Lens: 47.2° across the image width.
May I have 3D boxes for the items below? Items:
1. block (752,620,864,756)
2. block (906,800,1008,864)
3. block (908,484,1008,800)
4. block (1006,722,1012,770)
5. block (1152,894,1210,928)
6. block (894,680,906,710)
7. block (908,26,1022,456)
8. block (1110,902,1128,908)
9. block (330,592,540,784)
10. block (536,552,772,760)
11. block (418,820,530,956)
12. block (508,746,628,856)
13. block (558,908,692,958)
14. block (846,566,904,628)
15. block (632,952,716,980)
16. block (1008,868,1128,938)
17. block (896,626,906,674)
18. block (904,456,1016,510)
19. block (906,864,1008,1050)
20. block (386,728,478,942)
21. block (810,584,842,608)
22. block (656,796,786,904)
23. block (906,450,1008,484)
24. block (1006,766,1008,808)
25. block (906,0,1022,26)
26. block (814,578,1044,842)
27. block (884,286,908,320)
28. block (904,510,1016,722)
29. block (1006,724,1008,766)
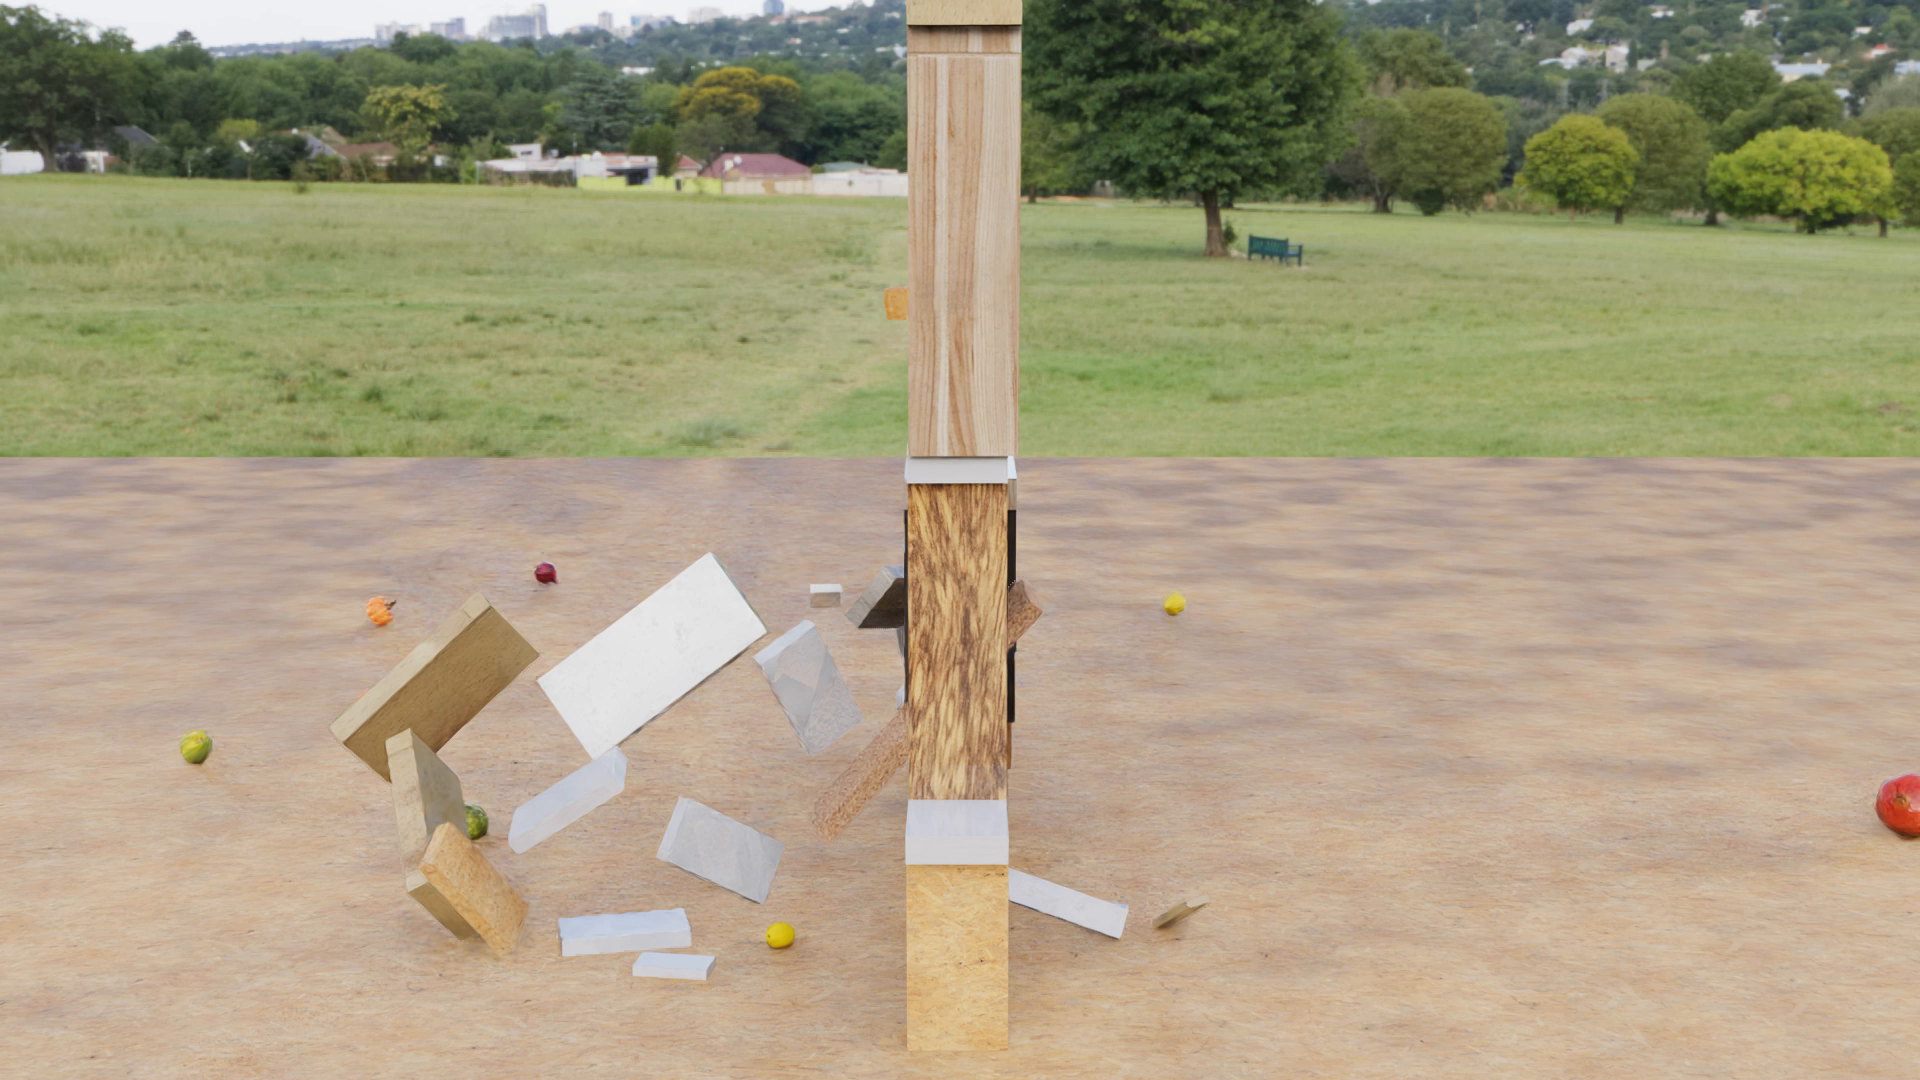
[{"bbox_3d":[-0.233,0.231,3.409,0.102,0.204,0.029,-36,37,-15],"label":"block"},{"bbox_3d":[-0.004,0.393,3.099,0.139,0.039,0.278,0,11,0],"label":"block"},{"bbox_3d":[-0.003,0.139,3.099,0.138,0.459,0.039,0,11,0],"label":"block"},{"bbox_3d":[0.000,0.144,3.743,0.175,0.496,0.050,0,11,0],"label":"block"},{"bbox_3d":[0.350,0.589,3.487,0.048,0.014,0.095,-8,-23,-37],"label":"block"},{"bbox_3d":[-0.042,0.298,4.907,0.122,0.035,0.244,4,33,22],"label":"block"},{"bbox_3d":[0.005,-0.398,2.959,0.150,0.570,0.043,0,10,-1],"label":"block"},{"bbox_3d":[0.242,0.607,3.542,0.048,0.014,0.095,2,11,10],"label":"block"},{"bbox_3d":[-0.857,0.247,3.604,0.319,0.159,0.045,-44,50,-10],"label":"block"},{"bbox_3d":[-0.490,0.188,3.531,0.345,0.159,0.045,-37,-7,1],"label":"block"},{"bbox_3d":[-0.746,0.536,3.386,0.028,0.198,0.099,-26,26,20],"label":"block"},{"bbox_3d":[-0.606,0.402,3.398,0.198,0.028,0.099,-32,22,9],"label":"block"},{"bbox_3d":[-0.527,0.616,3.452,0.198,0.028,0.099,-2,11,-13],"label":"block"},{"bbox_3d":[-0.097,0.103,4.000,0.035,0.122,0.244,47,21,22],"label":"block"},{"bbox_3d":[-0.432,0.645,3.329,0.113,0.016,0.057,2,11,9],"label":"block"},{"bbox_3d":[0.153,0.566,3.441,0.225,0.048,0.014,21,-16,-12],"label":"block"},{"bbox_3d":[-0.049,0.261,4.440,0.122,0.441,0.035,-4,51,4],"label":"block"},{"bbox_3d":[0.000,-0.103,3.579,0.175,0.050,0.350,0,11,0],"label":"block"},{"bbox_3d":[-0.003,0.566,3.037,0.139,0.278,0.039,0,11,0],"label":"block"},{"bbox_3d":[-0.836,0.467,3.502,0.045,0.159,0.319,-26,46,3],"label":"block"},{"bbox_3d":[-0.218,0.090,3.560,0.050,0.014,0.100,-3,-15,-5],"label":"block"},{"bbox_3d":[-0.377,0.492,3.479,0.204,0.102,0.029,32,-21,-36],"label":"block"},{"bbox_3d":[-0.006,-0.123,3.143,0.138,0.039,0.276,0,11,-1],"label":"block"},{"bbox_3d":[0.004,0.480,3.487,0.141,0.283,0.040,0,10,0],"label":"block"},{"bbox_3d":[0.006,-0.720,3.002,0.150,0.043,0.301,0,11,0],"label":"block"},{"bbox_3d":[-0.053,0.265,3.418,0.029,0.495,0.102,39,10,-16],"label":"block"},{"bbox_3d":[-0.068,-0.373,3.436,0.100,0.050,0.014,-6,27,-2],"label":"block"},{"bbox_3d":[0.000,0.115,3.500,0.175,0.350,0.050,0,10,0],"label":"block"},{"bbox_3d":[0.004,0.304,3.550,0.141,0.040,0.283,0,11,0],"label":"block"}]
